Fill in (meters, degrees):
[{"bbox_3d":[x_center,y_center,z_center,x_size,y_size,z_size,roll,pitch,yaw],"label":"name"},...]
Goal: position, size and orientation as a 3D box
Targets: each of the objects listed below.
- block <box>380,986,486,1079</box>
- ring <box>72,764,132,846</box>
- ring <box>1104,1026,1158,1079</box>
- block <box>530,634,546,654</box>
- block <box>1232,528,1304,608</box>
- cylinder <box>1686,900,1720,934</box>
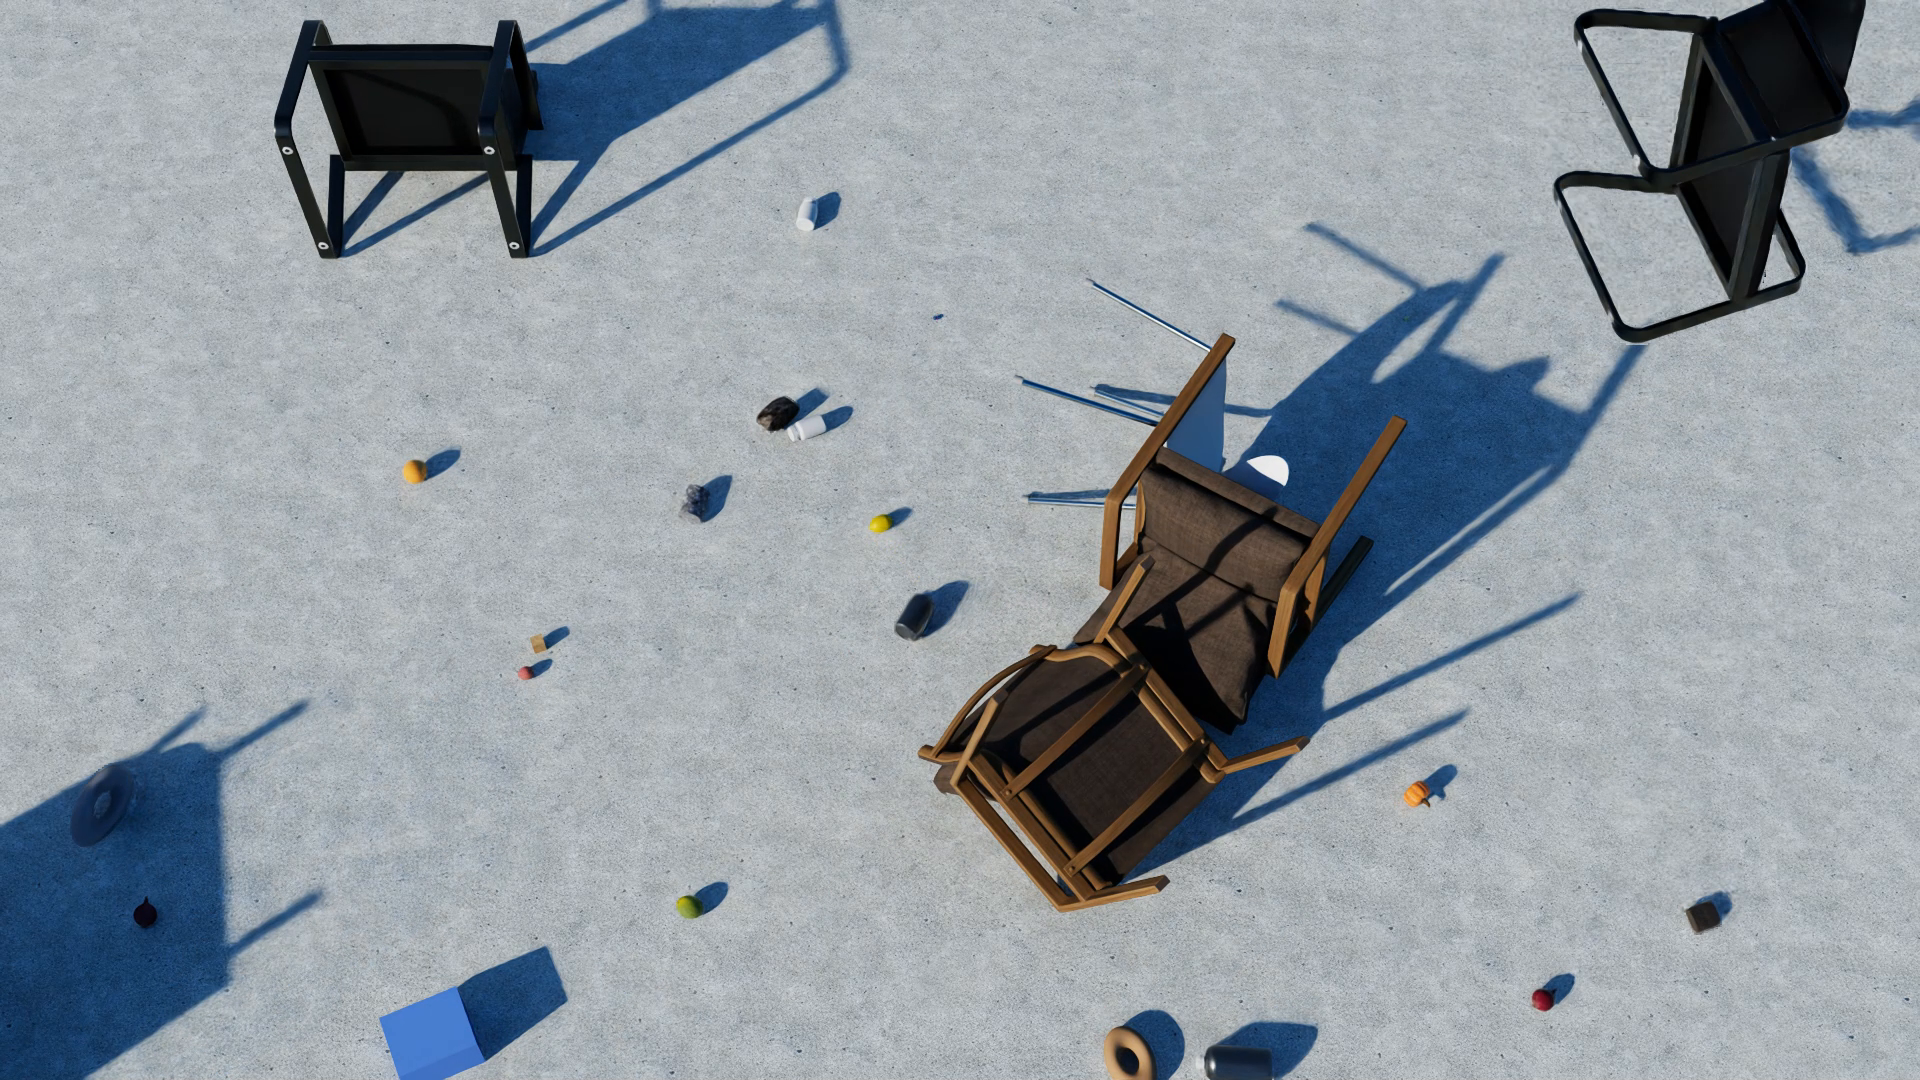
[{"bbox_3d":[-1.353,1.282,5.639,0.205,0.123,0.173,-21,59,-14],"label":"block"},{"bbox_3d":[-2.346,0.724,6.018,0.125,0.078,0.241,33,63,-23],"label":"ring"},{"bbox_3d":[0.437,1.336,5.642,0.125,0.060,0.191,-18,57,-10],"label":"ring"},{"bbox_3d":[-1.218,0.300,6.349,0.035,0.040,0.033,-19,58,-12],"label":"block"},{"bbox_3d":[0.904,0.081,6.469,0.117,0.084,0.201,-23,59,-14],"label":"block"},{"bbox_3d":[1.986,1.006,5.875,0.070,0.036,0.069,-18,76,-12],"label":"cylinder"}]
